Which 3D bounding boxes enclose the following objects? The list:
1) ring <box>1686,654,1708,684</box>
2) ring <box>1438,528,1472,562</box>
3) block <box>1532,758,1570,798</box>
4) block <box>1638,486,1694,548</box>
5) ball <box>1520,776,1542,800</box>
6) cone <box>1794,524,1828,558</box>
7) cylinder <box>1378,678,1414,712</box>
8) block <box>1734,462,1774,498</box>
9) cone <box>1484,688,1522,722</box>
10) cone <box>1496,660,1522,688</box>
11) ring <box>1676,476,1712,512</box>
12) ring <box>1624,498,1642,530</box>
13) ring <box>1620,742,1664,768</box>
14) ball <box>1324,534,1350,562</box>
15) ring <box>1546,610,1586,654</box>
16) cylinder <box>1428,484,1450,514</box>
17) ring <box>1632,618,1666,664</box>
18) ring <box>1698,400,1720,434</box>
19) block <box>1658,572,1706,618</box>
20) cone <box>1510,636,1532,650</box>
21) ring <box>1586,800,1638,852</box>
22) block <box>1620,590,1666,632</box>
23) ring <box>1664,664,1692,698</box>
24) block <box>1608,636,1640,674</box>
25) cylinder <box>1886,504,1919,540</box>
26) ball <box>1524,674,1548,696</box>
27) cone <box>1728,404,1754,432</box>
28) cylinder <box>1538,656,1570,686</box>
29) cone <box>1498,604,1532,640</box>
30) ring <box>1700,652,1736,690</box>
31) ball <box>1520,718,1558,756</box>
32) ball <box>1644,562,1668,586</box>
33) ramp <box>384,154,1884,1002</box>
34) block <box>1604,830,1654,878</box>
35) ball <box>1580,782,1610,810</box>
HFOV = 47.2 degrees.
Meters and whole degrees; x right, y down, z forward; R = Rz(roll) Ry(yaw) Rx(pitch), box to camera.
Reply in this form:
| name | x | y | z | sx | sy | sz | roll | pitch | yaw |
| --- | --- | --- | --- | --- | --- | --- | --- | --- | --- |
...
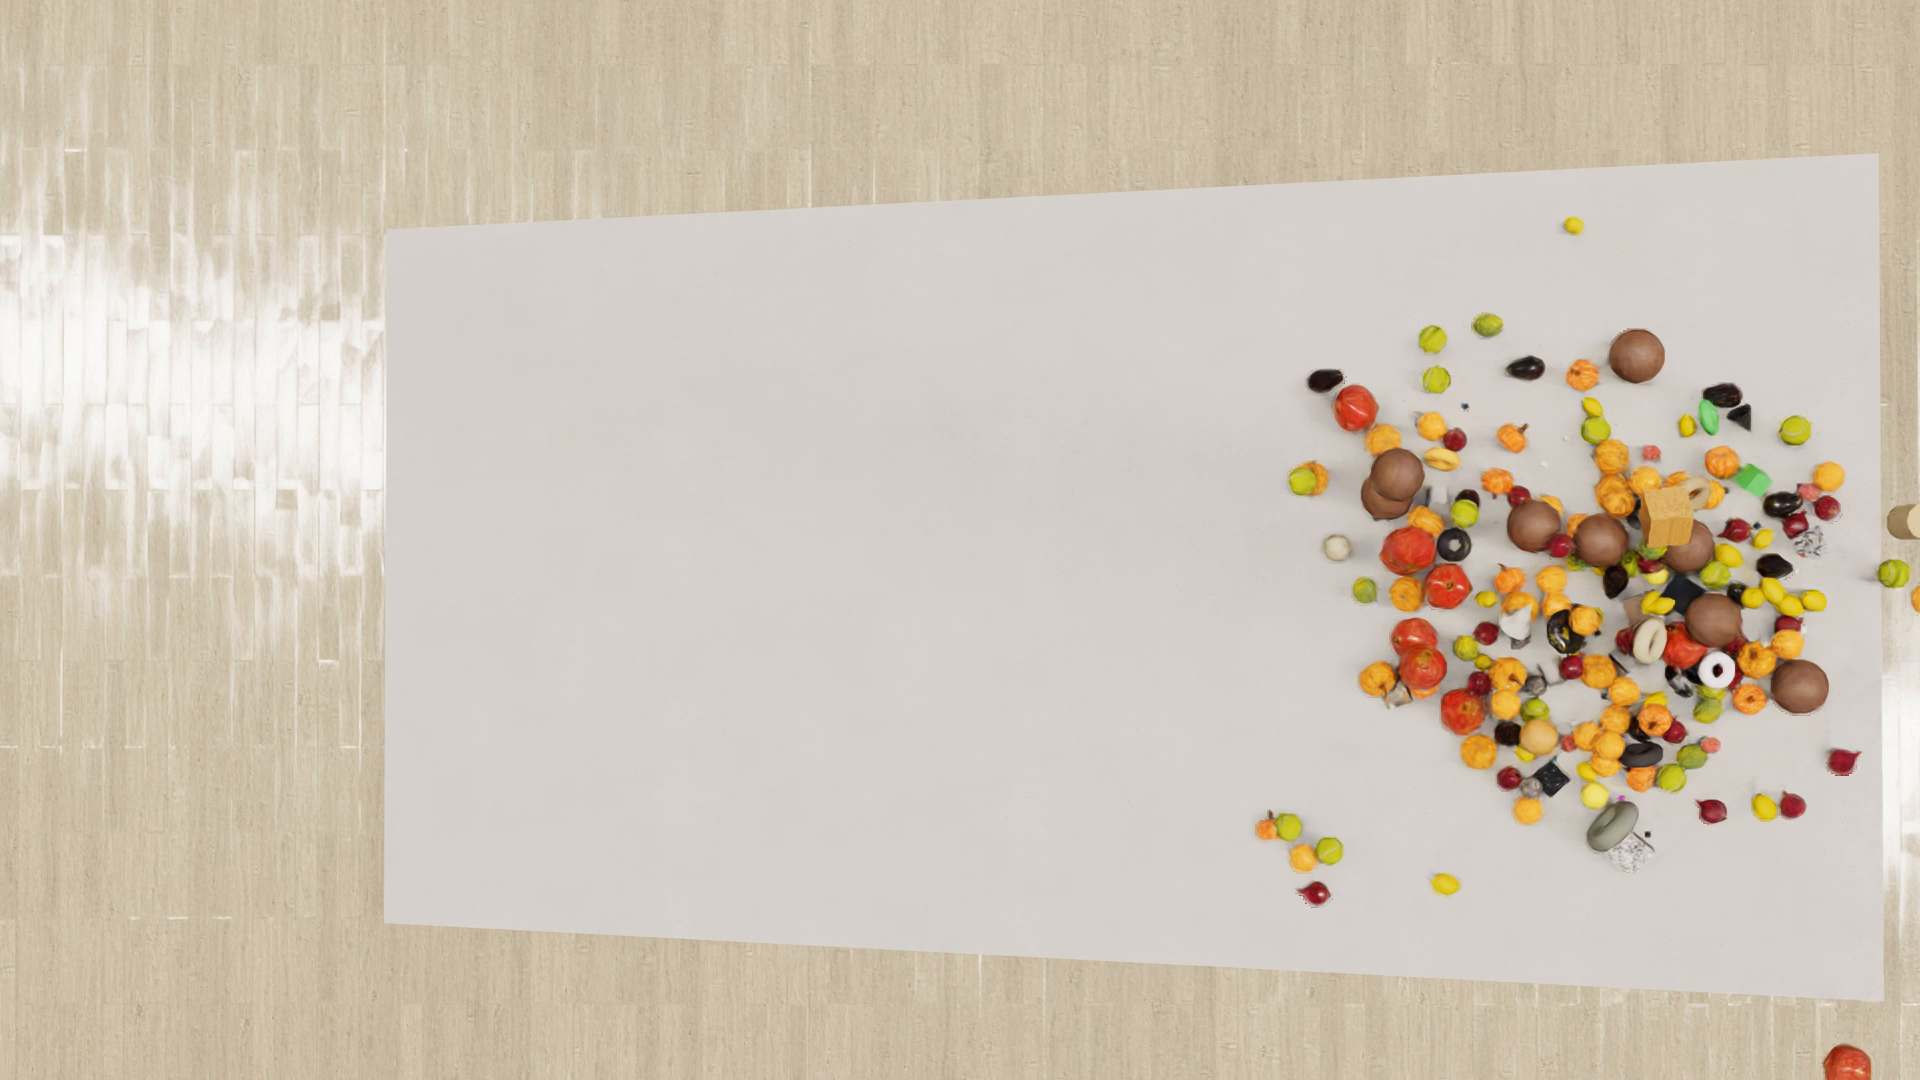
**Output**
| name | x | y | z | sx | sy | sz | roll | pitch | yaw |
| --- | --- | --- | --- | --- | --- | --- | --- | --- | --- |
| ring | 1.775 | 0.310 | 5.264 | 0.083 | 0.083 | 0.028 | -46 | 113 | -1 |
| ring | 1.227 | 0.013 | 5.455 | 0.086 | 0.029 | 0.086 | -1 | 87 | 22 |
| block | 1.442 | 0.580 | 5.363 | 0.066 | 0.066 | 0.066 | -45 | 78 | 12 |
| block | 1.644 | -0.053 | 5.123 | 0.095 | 0.095 | 0.095 | -5 | 47 | 5 |
| ball | 1.379 | 0.598 | 5.311 | 0.055 | 0.055 | 0.055 | 0 | 89 | 0 |
| cone | 2.014 | -0.013 | 5.180 | 0.077 | 0.077 | 0.077 | 36 | 56 | 0 |
| cylinder | 1.086 | 0.385 | 5.476 | 0.062 | 0.062 | 0.062 | -31 | 89 | 27 |
| block | 1.885 | -0.142 | 5.221 | 0.051 | 0.051 | 0.051 | 24 | 113 | -23 |
| cone | 1.328 | 0.407 | 5.389 | 0.088 | 0.088 | 0.088 | 0 | 89 | 17 |
| cone | 1.330 | 0.336 | 5.383 | 0.064 | 0.064 | 0.064 | 34 | 92 | 0 |
| ring | 1.731 | -0.108 | 5.199 | 0.098 | 0.033 | 0.098 | -10 | 126 | -14 |
| ring | 1.651 | -0.063 | 5.329 | 0.078 | 0.026 | 0.078 | 0 | 88 | 10 |
| ring | 1.637 | 0.517 | 5.283 | 0.104 | 0.104 | 0.035 | -16 | 102 | 0 |
| ball | 0.935 | 0.020 | 5.454 | 0.067 | 0.067 | 0.067 | 0 | 89 | 0 |
| ring | 1.464 | 0.223 | 5.312 | 0.109 | 0.036 | 0.109 | 6 | 77 | -25 |
| cylinder | 1.179 | -0.099 | 5.420 | 0.053 | 0.053 | 0.053 | 8 | 55 | 0 |
| ring | 1.625 | 0.239 | 5.181 | 0.112 | 0.037 | 0.112 | -14 | 111 | -39 |
| ring | 1.791 | -0.293 | 5.258 | 0.029 | 0.087 | 0.087 | -17 | 89 | 31 |
| block | 1.732 | 0.131 | 5.276 | 0.078 | 0.078 | 0.078 | 36 | 99 | 14 |
| cone | 1.365 | 0.231 | 5.404 | 0.057 | 0.057 | 0.057 | -28 | 59 | 0 |
| ring | 1.567 | 0.687 | 5.283 | 0.049 | 0.147 | 0.147 | 43 | 89 | -1 |
| block | 1.647 | 0.172 | 5.299 | 0.081 | 0.081 | 0.081 | -20 | 84 | 16 |
| ring | 1.703 | 0.335 | 5.209 | 0.030 | 0.090 | 0.090 | -37 | 89 | 25 |
| block | 1.609 | 0.278 | 5.299 | 0.062 | 0.062 | 0.062 | -43 | 75 | 3 |
| cylinder | 2.238 | -0.043 | 5.161 | 0.084 | 0.084 | 0.084 | 0 | 88 | -9 |
| ball | 1.410 | 0.356 | 5.382 | 0.054 | 0.054 | 0.054 | 0 | 89 | 0 |
| cone | 1.879 | -0.282 | 5.264 | 0.061 | 0.061 | 0.061 | -28 | 115 | 0 |
| cylinder | 1.449 | 0.320 | 5.363 | 0.057 | 0.057 | 0.057 | -21 | 70 | 0 |
| cone | 1.354 | 0.181 | 5.292 | 0.084 | 0.084 | 0.084 | 29 | 133 | 0 |
| ring | 1.794 | 0.309 | 5.209 | 0.089 | 0.030 | 0.089 | 0 | 92 | -6 |
| ball | 1.393 | 0.474 | 5.293 | 0.091 | 0.091 | 0.091 | 0 | 89 | 0 |
| ball | 1.678 | 0.081 | 5.299 | 0.055 | 0.055 | 0.055 | 0 | 89 | 0 |
| ramp | 0.272 | 0.095 | 5.810 | 4.000 | 0.100 | 2.000 | 0 | 89 | 17 |
| block | 1.612 | 0.751 | 5.300 | 0.083 | 0.083 | 0.083 | 41 | 100 | 13 |
| ball | 1.539 | 0.620 | 5.333 | 0.067 | 0.067 | 0.067 | 0 | 89 | 0 |
